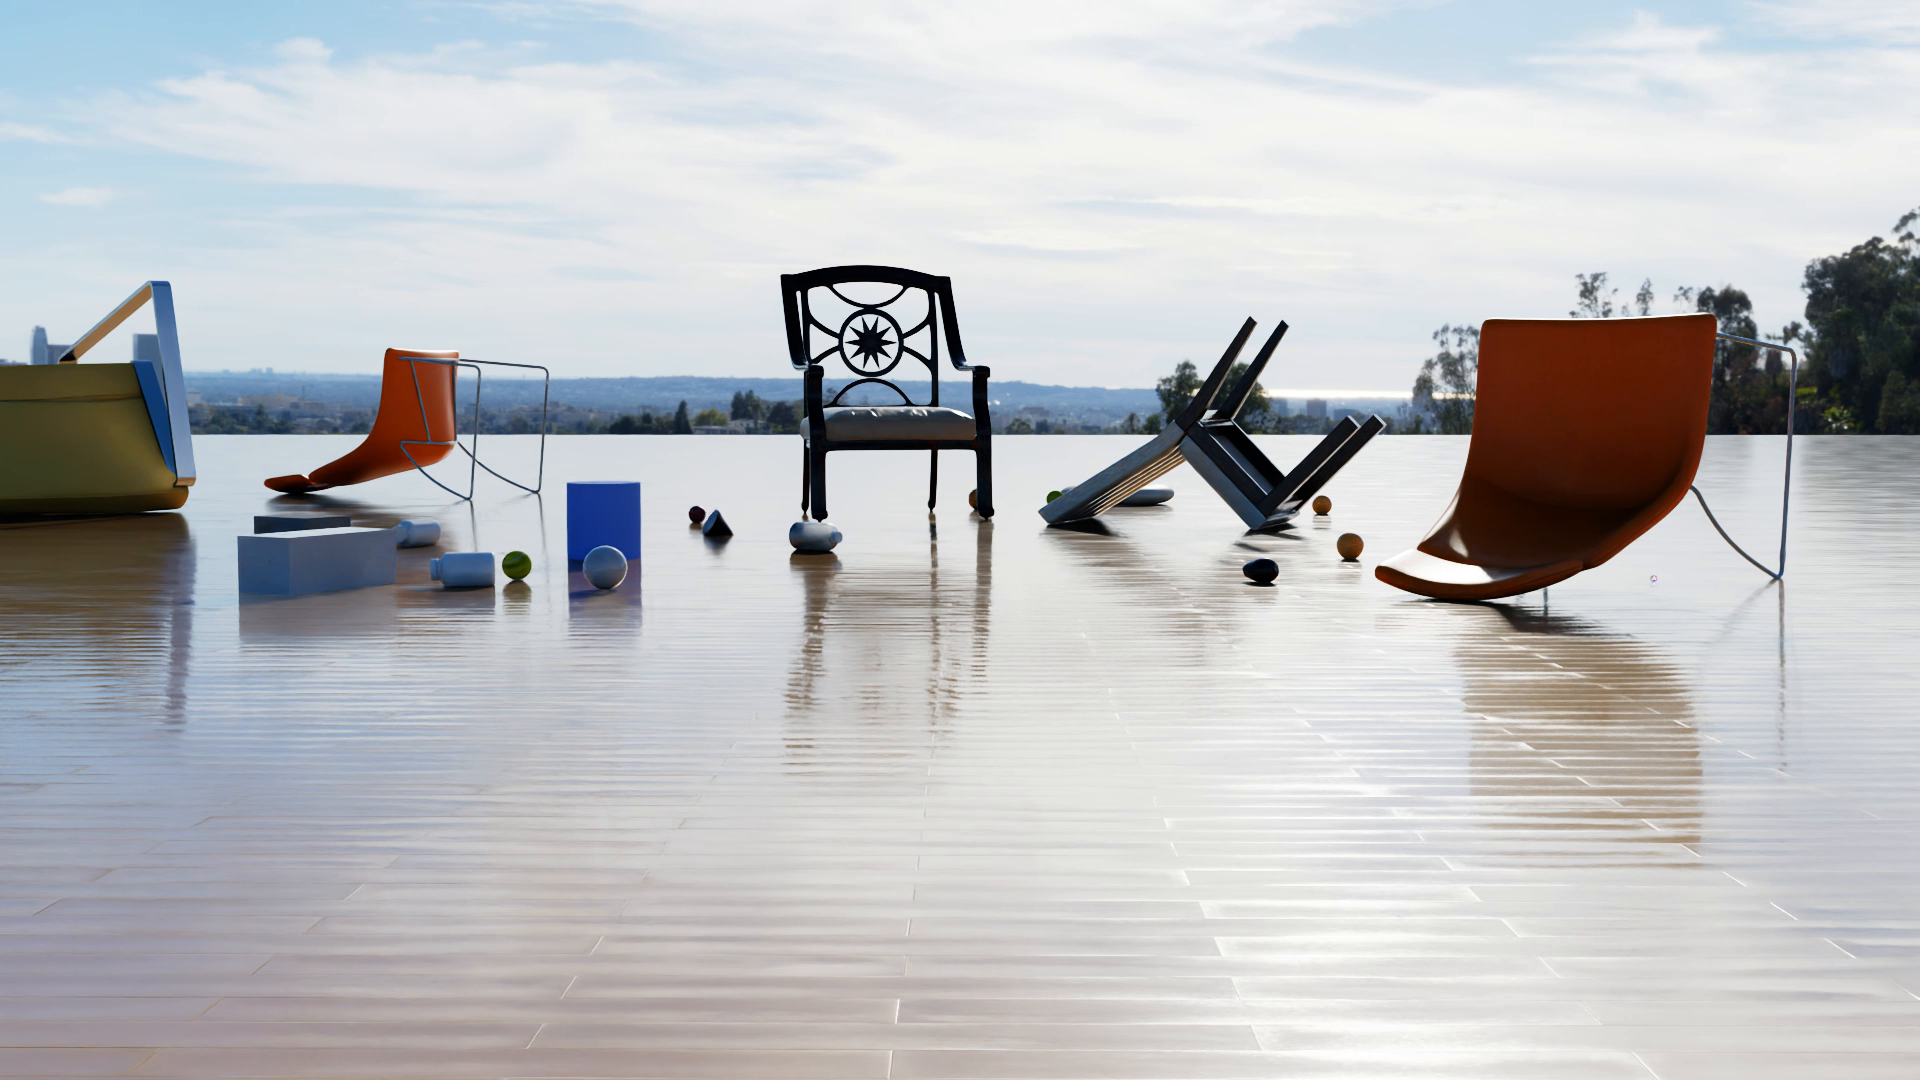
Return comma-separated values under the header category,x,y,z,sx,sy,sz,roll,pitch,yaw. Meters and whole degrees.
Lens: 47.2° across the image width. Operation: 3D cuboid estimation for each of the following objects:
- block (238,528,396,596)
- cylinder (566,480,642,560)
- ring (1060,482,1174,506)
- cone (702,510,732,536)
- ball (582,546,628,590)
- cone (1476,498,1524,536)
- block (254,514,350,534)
category,x,y,z,sx,sy,sz,roll,pitch,yaw
block,-1.449,0.045,4.971,0.152,0.126,0.340,2,4,27
cylinder,-0.949,-0.054,5.863,0.196,0.201,0.204,-1,4,-15
ring,0.619,-0.182,8.661,0.451,0.073,0.417,0,4,3
cone,-0.732,-0.035,6.764,0.086,0.085,0.109,28,-28,-20
ball,-0.794,0.062,4.924,0.099,0.099,0.099,0,4,0
cone,1.698,-0.045,6.804,0.144,0.120,0.136,-7,31,-29
block,-1.808,-0.016,6.050,0.211,0.100,0.155,2,5,32
